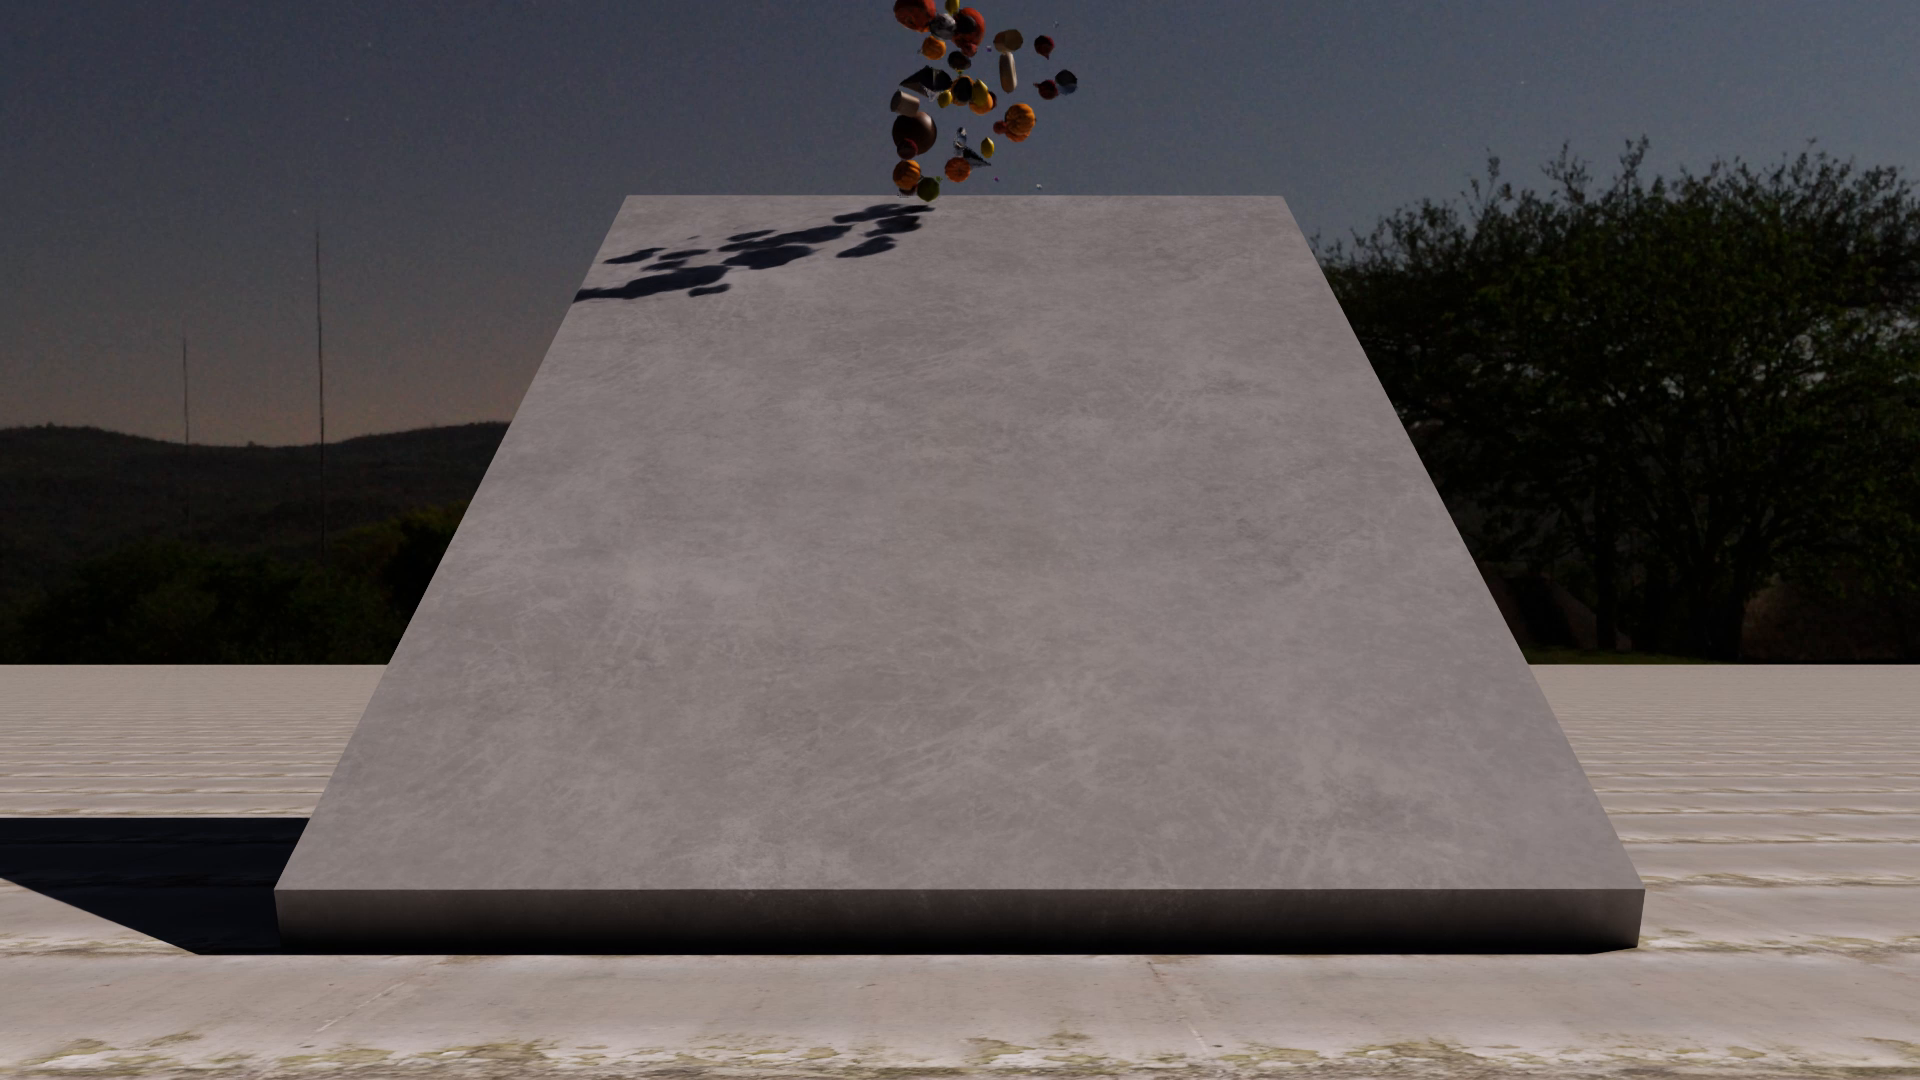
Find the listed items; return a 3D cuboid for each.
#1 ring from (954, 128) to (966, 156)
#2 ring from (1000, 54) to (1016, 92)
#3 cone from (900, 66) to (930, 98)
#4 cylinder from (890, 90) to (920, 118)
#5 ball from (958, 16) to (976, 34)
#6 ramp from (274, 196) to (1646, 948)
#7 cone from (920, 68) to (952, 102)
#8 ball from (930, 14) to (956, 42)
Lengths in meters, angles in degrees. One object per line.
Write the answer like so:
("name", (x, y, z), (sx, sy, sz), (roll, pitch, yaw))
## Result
("ring", (0.000, -1.199, 6.959), (0.029, 0.088, 0.088), (7, -4, -9))
("ring", (0.143, -1.401, 6.920), (0.041, 0.122, 0.122), (-4, -3, 8))
("cone", (-0.133, -1.306, 6.602), (0.091, 0.091, 0.091), (0, -3, 18))
("cylinder", (-0.154, -1.218, 6.459), (0.060, 0.060, 0.060), (15, -10, -29))
("ball", (0.020, -1.452, 6.511), (0.052, 0.052, 0.052), (0, -3, 0))
("ramp", (-0.007, -0.225, 5.230), (2.000, 0.100, 4.000), (0, 23, 0))
("cone", (-0.075, -1.273, 6.552), (0.089, 0.089, 0.089), (1, -32, -12))
("ball", (-0.048, -1.449, 6.529), (0.076, 0.076, 0.076), (0, -3, 0))
